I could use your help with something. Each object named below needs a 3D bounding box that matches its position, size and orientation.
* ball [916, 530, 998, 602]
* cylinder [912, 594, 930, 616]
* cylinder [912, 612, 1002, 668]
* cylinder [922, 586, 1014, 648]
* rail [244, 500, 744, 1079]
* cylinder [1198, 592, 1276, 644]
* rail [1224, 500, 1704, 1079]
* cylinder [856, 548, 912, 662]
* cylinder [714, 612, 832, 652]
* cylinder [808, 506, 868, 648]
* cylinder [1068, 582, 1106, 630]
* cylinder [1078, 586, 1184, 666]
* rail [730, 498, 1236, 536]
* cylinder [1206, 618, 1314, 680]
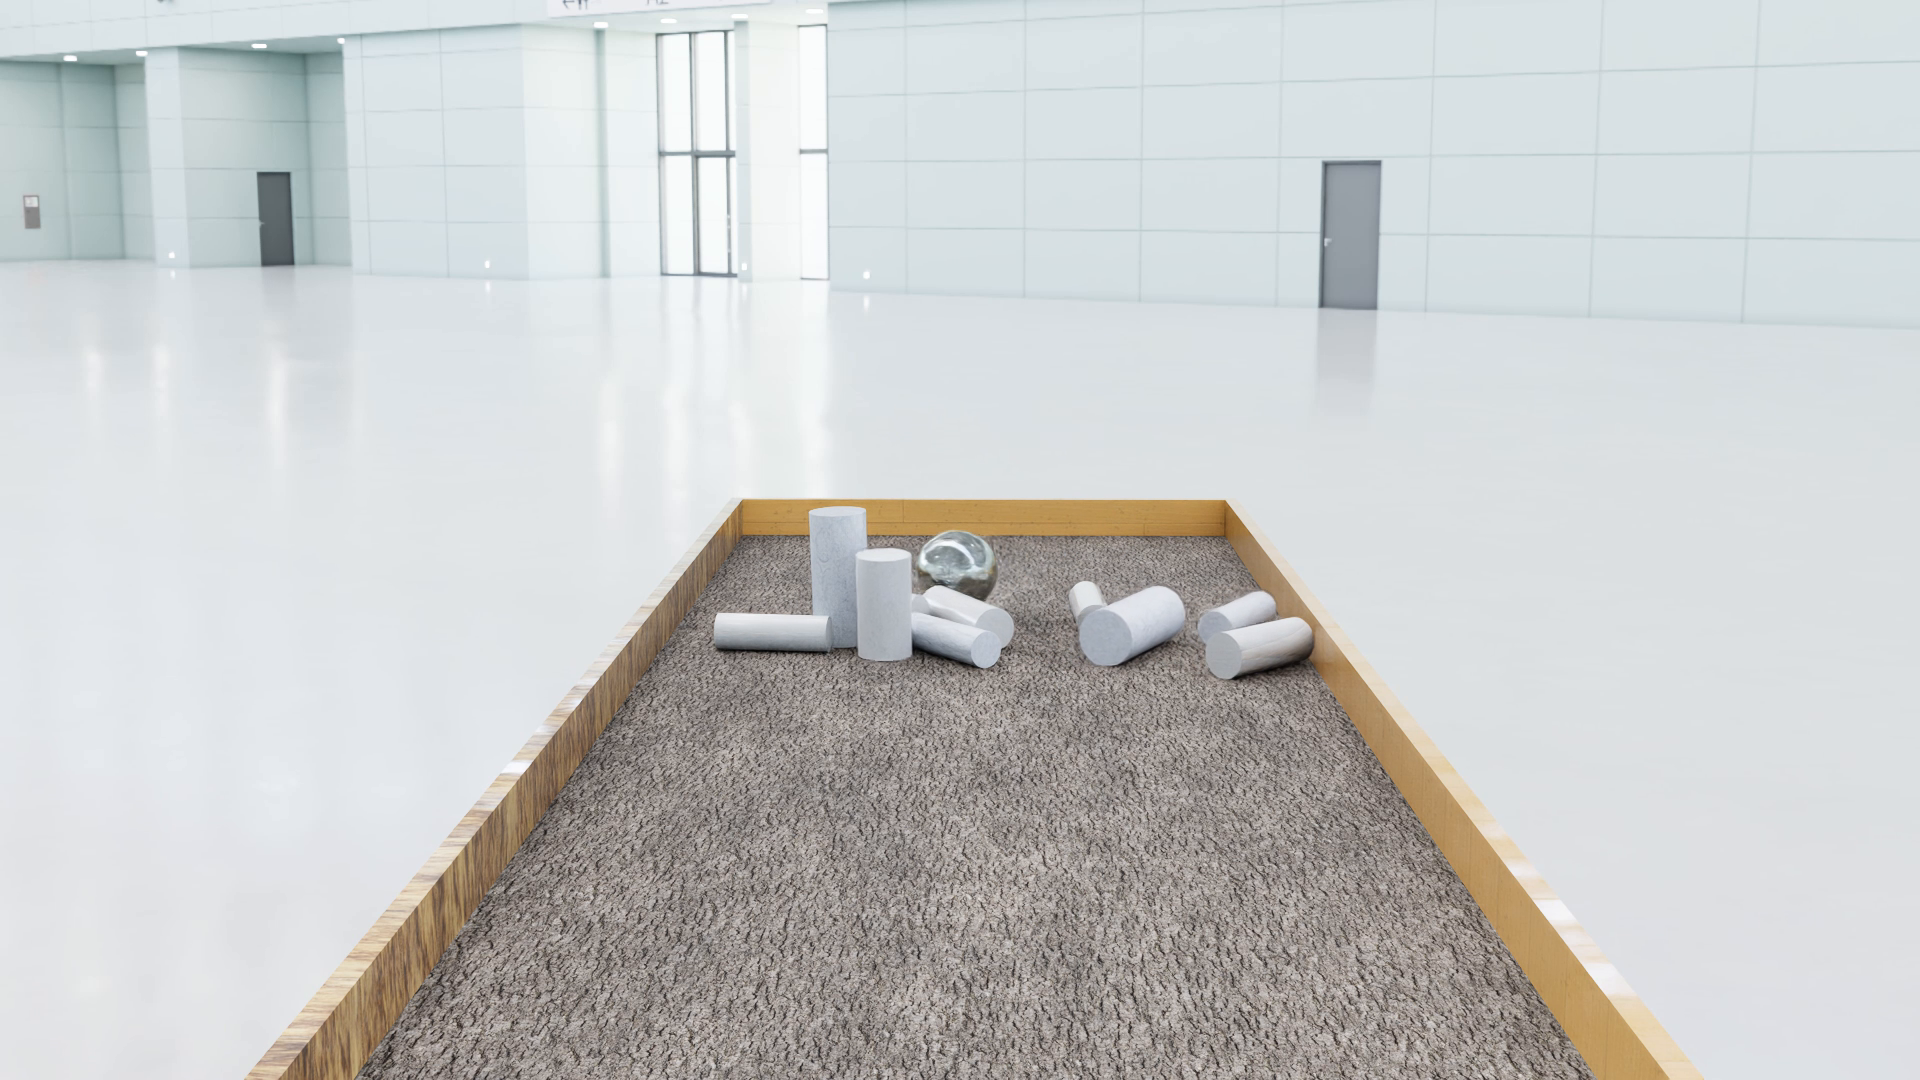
[{"bbox_3d":[-0.011,0.108,7.441,0.278,0.278,0.278,0,9,0],"label":"ball"},{"bbox_3d":[-0.289,0.229,7.125,0.362,0.137,0.137,5,11,31],"label":"cylinder"},{"bbox_3d":[-0.031,0.305,6.730,0.112,0.112,0.375,-6,11,-35],"label":"cylinder"},{"bbox_3d":[0.017,0.247,7.015,0.136,0.136,0.435,-4,10,-24],"label":"cylinder"},{"bbox_3d":[-1.004,0.839,3.234,0.050,0.150,12.000,0,9,1],"label":"rail"},{"bbox_3d":[0.892,0.252,7.058,0.114,0.114,0.400,5,10,28],"label":"cylinder"},{"bbox_3d":[1.046,0.843,3.208,0.050,0.150,12.000,0,9,1],"label":"rail"},{"bbox_3d":[-0.231,0.198,6.720,0.167,0.315,0.167,-1,13,0],"label":"cylinder"},{"bbox_3d":[-0.579,0.288,6.830,0.351,0.114,0.114,1,9,8],"label":"cylinder"},{"bbox_3d":[-0.378,0.115,6.923,0.180,0.418,0.180,-1,11,0],"label":"cylinder"},{"bbox_3d":[0.426,0.228,7.203,0.113,0.113,0.429,0,9,-1],"label":"cylinder"},{"bbox_3d":[0.535,0.263,6.795,0.174,0.174,0.446,4,10,26],"label":"cylinder"},{"bbox_3d":[0.099,-0.098,9.147,2.100,0.150,0.050,0,9,1],"label":"rail"},{"bbox_3d":[0.894,0.321,6.546,0.342,0.138,0.138,-9,12,-43],"label":"cylinder"}]
